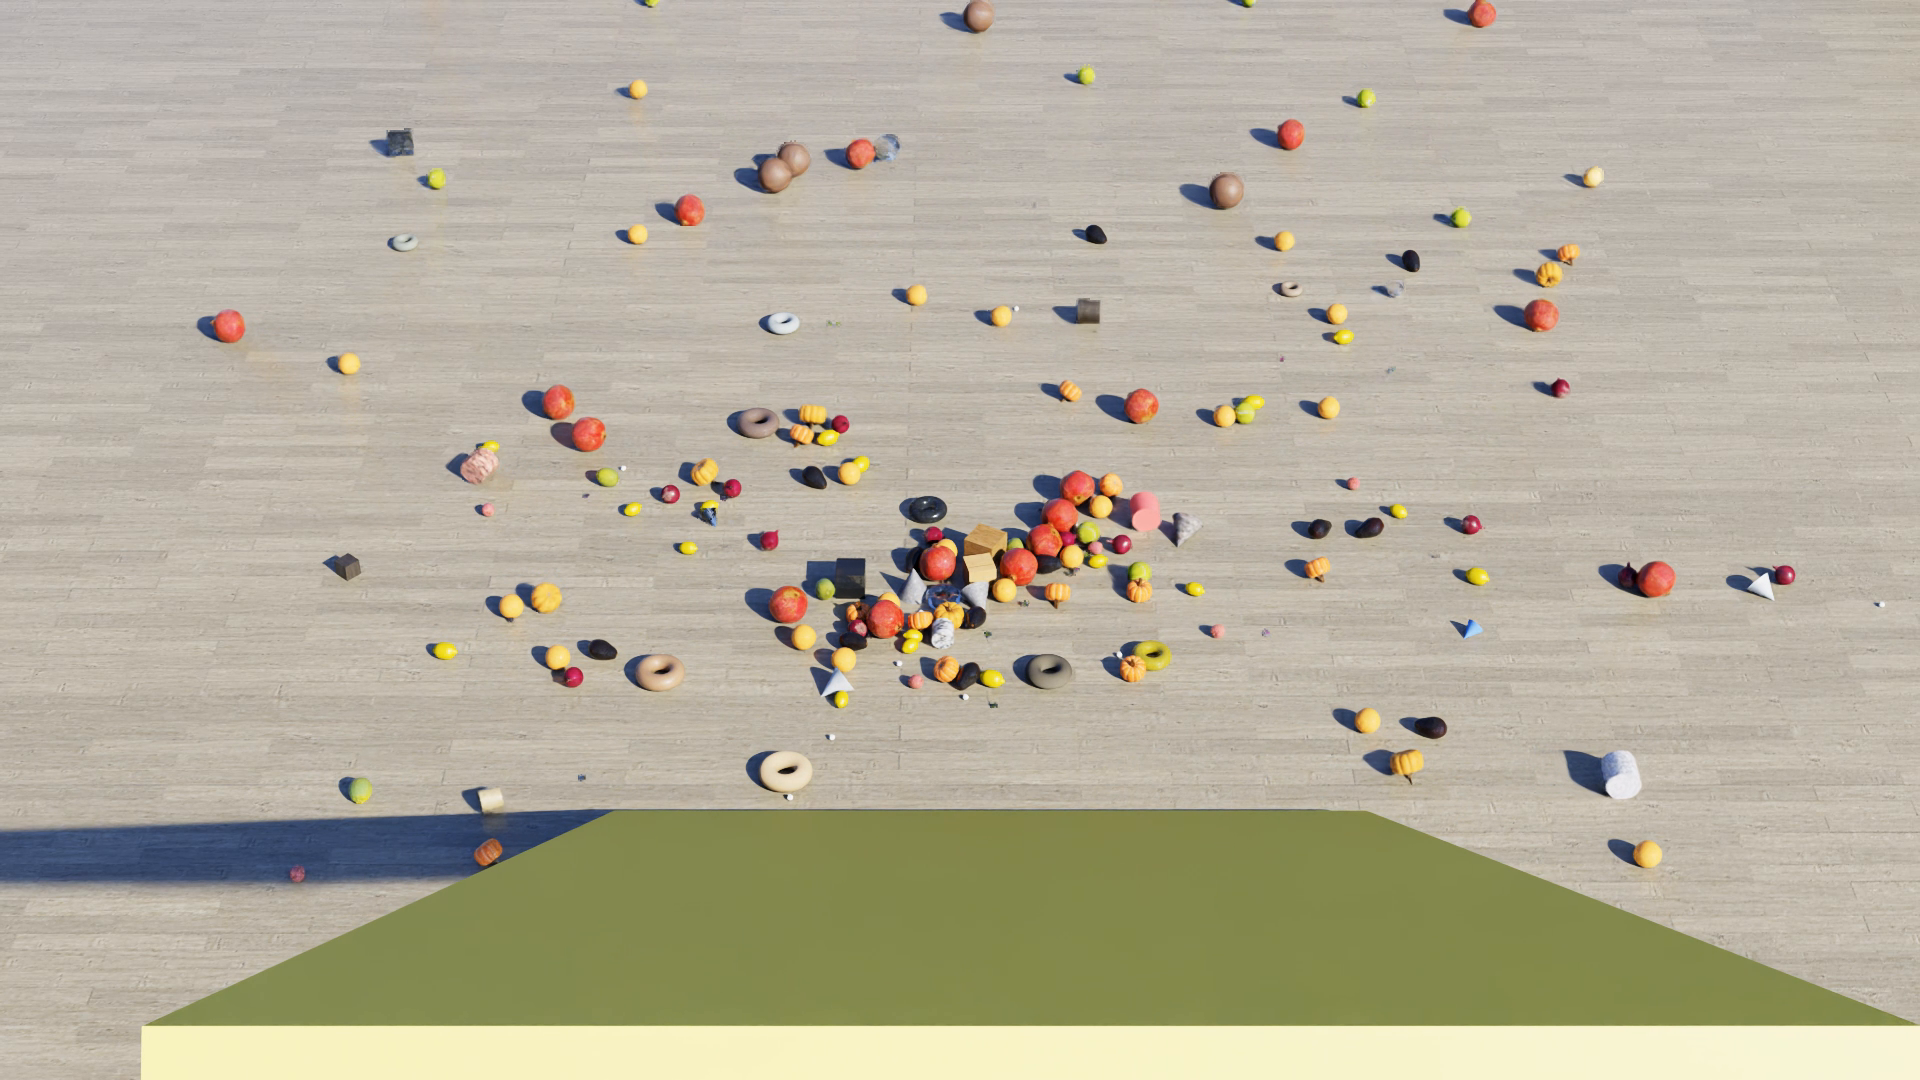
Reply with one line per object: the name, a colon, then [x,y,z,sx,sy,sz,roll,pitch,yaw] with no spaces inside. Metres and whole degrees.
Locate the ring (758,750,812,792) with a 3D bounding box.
ring: [-0.478,0.634,7.121,0.149,0.050,0.149,1,35,0]

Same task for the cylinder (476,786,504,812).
cylinder: [-1.269,0.700,7.024,0.059,0.059,0.059,-13,39,-17]

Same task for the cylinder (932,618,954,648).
cylinder: [-0.050,0.273,7.591,0.065,0.065,0.065,0,37,0]

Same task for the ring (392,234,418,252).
ring: [-2.010,-1.078,9.423,0.097,0.032,0.097,-1,37,1]

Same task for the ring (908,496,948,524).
ring: [-0.100,-0.095,8.102,0.122,0.041,0.122,0,36,0]

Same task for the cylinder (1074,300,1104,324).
cylinder: [0.446,-0.789,8.998,0.077,0.077,0.077,-9,31,27]

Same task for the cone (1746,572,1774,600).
cone: [2.409,0.153,7.776,0.078,0.078,0.078,-27,71,-32]

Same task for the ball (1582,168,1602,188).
ball: [2.375,-1.360,9.768,0.070,0.070,0.070,0,37,0]

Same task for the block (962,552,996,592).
block: [0.059,0.101,7.805,0.082,0.082,0.082,-8,38,-11]

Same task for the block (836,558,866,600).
block: [-0.327,0.115,7.782,0.087,0.087,0.087,0,37,0]

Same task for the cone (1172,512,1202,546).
cone: [0.684,-0.017,7.994,0.099,0.099,0.099,15,66,19]

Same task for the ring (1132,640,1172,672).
ring: [0.554,0.335,7.529,0.117,0.039,0.117,1,38,-1]

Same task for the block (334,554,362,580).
block: [-1.849,0.082,7.856,0.052,0.052,0.052,28,45,32]

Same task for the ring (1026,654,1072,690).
ring: [0.254,0.377,7.468,0.135,0.045,0.135,1,36,0]

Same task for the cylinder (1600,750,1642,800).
cylinder: [1.797,0.639,7.077,0.094,0.094,0.094,1,37,2]

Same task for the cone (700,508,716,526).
cone: [-0.769,-0.063,8.072,0.055,0.055,0.055,-24,76,-28]

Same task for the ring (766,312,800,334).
ring: [-0.611,-0.748,8.977,0.116,0.039,0.116,0,35,0]

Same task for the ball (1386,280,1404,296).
ball: [1.529,-0.883,9.141,0.056,0.056,0.056,0,37,0]

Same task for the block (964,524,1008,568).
block: [0.078,0.026,7.894,0.096,0.096,0.096,19,41,23]

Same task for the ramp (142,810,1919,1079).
ramp: [0.081,0.683,4.918,2.000,0.100,4.000,0,-2,0]

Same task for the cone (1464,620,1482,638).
cone: [1.494,0.271,7.626,0.054,0.054,0.054,-46,52,-11]

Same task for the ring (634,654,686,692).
ring: [-0.860,0.380,7.461,0.144,0.048,0.144,1,36,-1]

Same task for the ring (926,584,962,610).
ring: [-0.049,0.170,7.752,0.108,0.036,0.108,0,38,0]

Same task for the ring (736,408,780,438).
ring: [-0.658,-0.382,8.480,0.141,0.047,0.141,1,37,-1]

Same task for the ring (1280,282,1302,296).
ring: [1.166,-0.885,9.168,0.083,0.028,0.083,1,37,-1]

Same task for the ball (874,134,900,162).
ball: [-0.277,-1.495,9.923,0.100,0.100,0.100,0,37,0]

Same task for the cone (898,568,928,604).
cone: [-0.138,0.123,7.763,0.098,0.098,0.098,0,37,0]

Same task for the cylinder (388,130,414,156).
cylinder: [-2.141,-1.519,9.962,0.091,0.091,0.091,-8,38,-10]
